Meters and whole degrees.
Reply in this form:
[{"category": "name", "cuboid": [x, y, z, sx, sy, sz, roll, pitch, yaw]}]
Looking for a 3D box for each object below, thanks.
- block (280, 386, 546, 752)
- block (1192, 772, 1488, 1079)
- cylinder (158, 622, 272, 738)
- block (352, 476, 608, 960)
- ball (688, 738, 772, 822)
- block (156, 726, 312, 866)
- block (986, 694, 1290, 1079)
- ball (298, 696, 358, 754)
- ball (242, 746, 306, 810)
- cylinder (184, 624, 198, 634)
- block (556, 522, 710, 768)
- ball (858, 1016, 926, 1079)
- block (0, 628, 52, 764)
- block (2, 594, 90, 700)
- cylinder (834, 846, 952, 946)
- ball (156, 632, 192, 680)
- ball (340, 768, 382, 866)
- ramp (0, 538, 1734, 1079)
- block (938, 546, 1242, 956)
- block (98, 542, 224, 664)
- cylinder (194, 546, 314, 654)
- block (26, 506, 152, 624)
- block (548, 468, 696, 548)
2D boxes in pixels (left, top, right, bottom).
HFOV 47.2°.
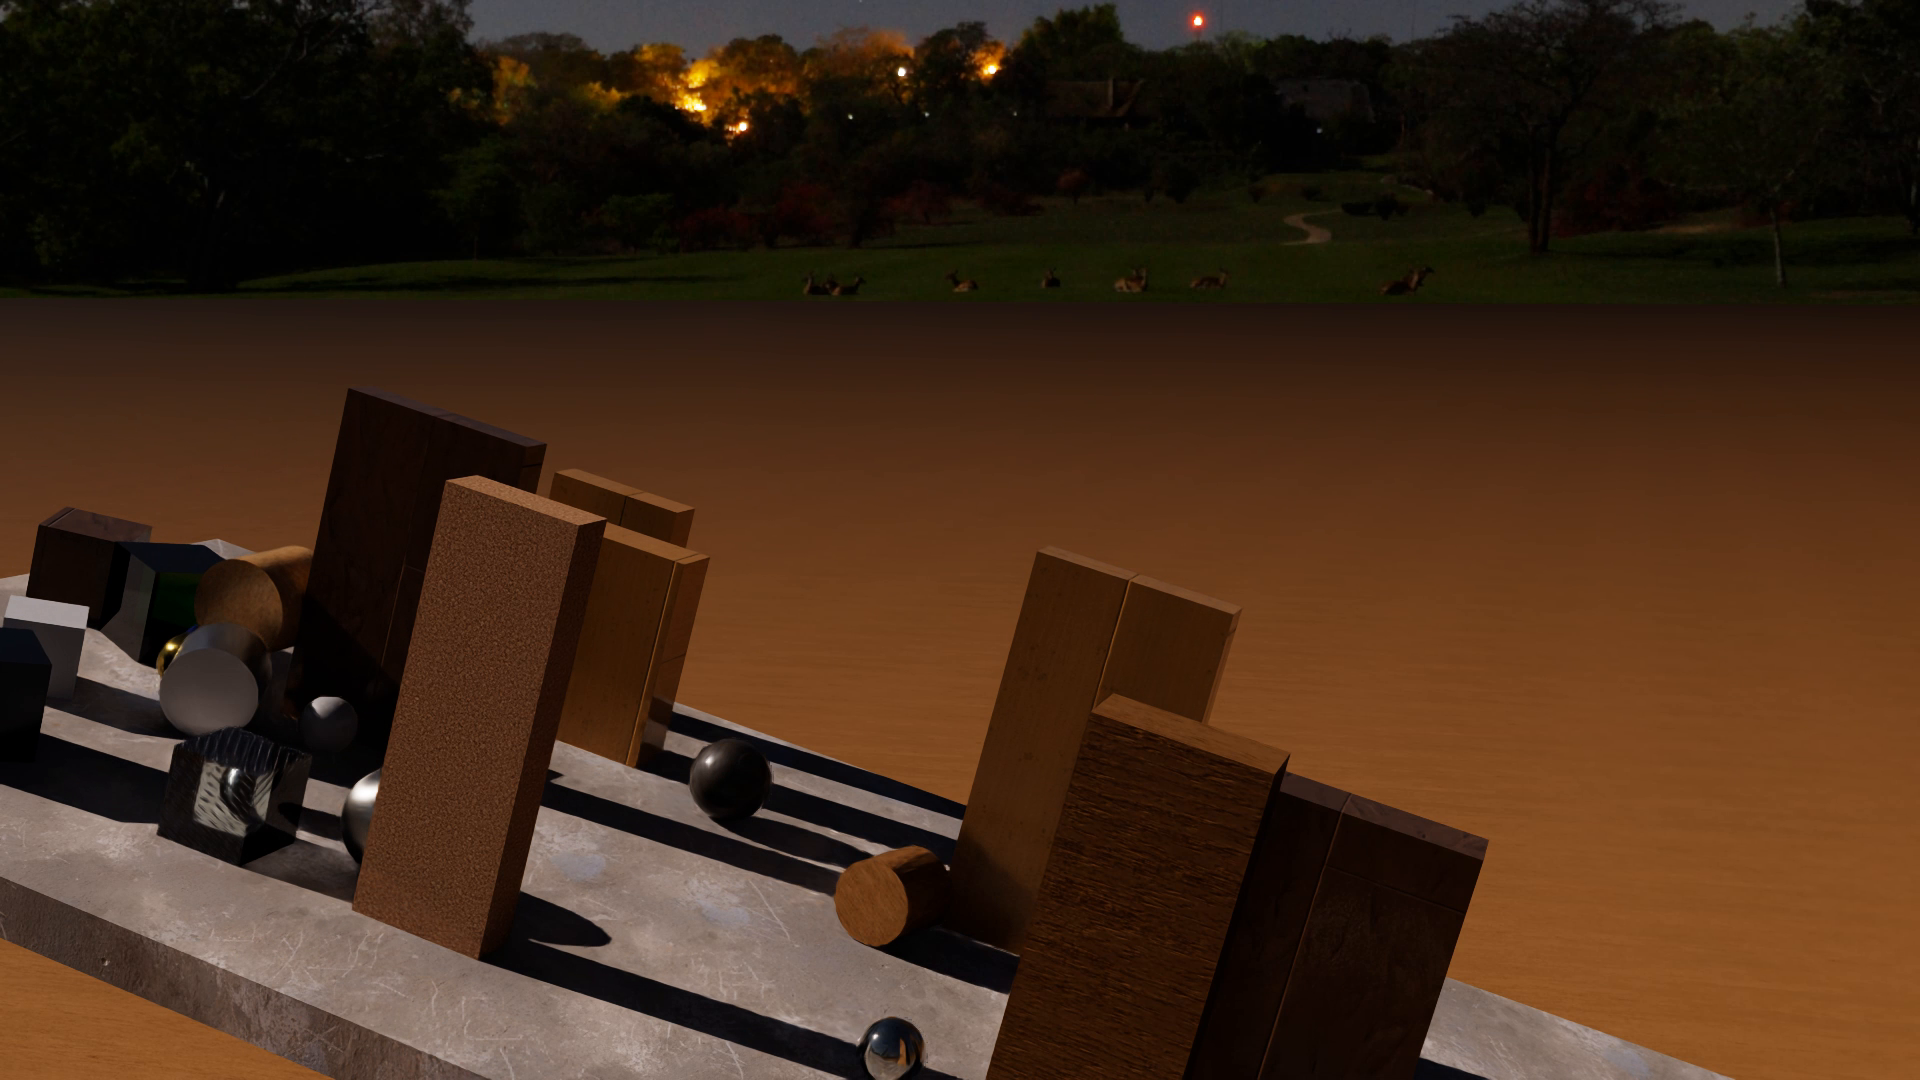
[{"category": "block", "cuboid": [-1.120, 0.083, 4.488, 0.412, 0.703, 0.086, 18, 11, 14]}, {"category": "block", "cuboid": [0.568, 0.738, 3.668, 0.437, 0.638, 0.135, 18, 11, 14]}, {"category": "cylinder", "cuboid": [-1.482, 0.280, 4.383, 0.187, 0.187, 0.187, -1, 14, -9]}, {"category": "block", "cuboid": [-0.808, 0.297, 3.683, 0.248, 0.767, 0.103, 18, 11, 14]}, {"category": "ball", "cuboid": [-0.484, 0.505, 4.632, 0.173, 0.173, 0.173, 0, 7, 0]}, {"category": "block", "cuboid": [-1.275, 0.449, 3.872, 0.168, 0.168, 0.168, 18, 11, 14]}, {"category": "block", "cuboid": [0.240, 0.651, 3.295, 0.279, 0.780, 0.148, 18, 11, 14]}, {"category": "ball", "cuboid": [-1.265, 0.370, 4.405, 0.117, 0.117, 0.117, 0, 7, 0]}, {"category": "ball", "cuboid": [-1.267, 0.440, 4.064, 0.115, 0.115, 0.115, 0, 7, 0]}, {"category": "cylinder", "cuboid": [-1.561, 0.233, 4.658, 0.129, 0.129, 0.129, 2, 3, 14]}, {"category": "block", "cuboid": [-0.778, 0.221, 4.865, 0.320, 0.472, 0.136, 18, 11, 14]}, {"category": "ball", "cuboid": [-0.112, 0.842, 3.623, 0.111, 0.111, 0.111, 0, 7, 0]}, {"category": "block", "cuboid": [-1.783, 0.276, 3.993, 0.190, 0.190, 0.190, 7, 14, -35]}, {"category": "block", "cuboid": [-1.823, 0.212, 4.363, 0.148, 0.148, 0.148, 11, 12, -21]}, {"category": "cylinder", "cuboid": [-0.128, 0.684, 4.239, 0.164, 0.164, 0.164, 4, 4, 30]}, {"category": "ball", "cuboid": [-1.590, 0.253, 4.532, 0.124, 0.124, 0.124, 0, 7, 0]}, {"category": "ball", "cuboid": [-1.000, 0.500, 3.911, 0.197, 0.197, 0.197, 0, 7, 0]}, {"category": "ramp", "cuboid": [-0.382, 0.755, 4.243, 4.000, 0.100, 2.000, 18, 11, 14]}, {"category": "block", "cuboid": [0.245, 0.446, 4.298, 0.397, 0.784, 0.096, 18, 11, 14]}, {"category": "block", "cuboid": [-1.704, 0.135, 4.755, 0.204, 0.204, 0.204, 3, 16, -46]}, {"category": "cylinder", "cuboid": [-1.445, 0.129, 4.589, 0.209, 0.209, 0.209, 2, 8, 16]}, {"category": "block", "cuboid": [-1.929, 0.058, 4.871, 0.191, 0.191, 0.191, 14, 11, -7]}, {"category": "block", "cuboid": [-0.845, 0.123, 5.174, 0.321, 0.504, 0.102, 18, 11, 14]}]
